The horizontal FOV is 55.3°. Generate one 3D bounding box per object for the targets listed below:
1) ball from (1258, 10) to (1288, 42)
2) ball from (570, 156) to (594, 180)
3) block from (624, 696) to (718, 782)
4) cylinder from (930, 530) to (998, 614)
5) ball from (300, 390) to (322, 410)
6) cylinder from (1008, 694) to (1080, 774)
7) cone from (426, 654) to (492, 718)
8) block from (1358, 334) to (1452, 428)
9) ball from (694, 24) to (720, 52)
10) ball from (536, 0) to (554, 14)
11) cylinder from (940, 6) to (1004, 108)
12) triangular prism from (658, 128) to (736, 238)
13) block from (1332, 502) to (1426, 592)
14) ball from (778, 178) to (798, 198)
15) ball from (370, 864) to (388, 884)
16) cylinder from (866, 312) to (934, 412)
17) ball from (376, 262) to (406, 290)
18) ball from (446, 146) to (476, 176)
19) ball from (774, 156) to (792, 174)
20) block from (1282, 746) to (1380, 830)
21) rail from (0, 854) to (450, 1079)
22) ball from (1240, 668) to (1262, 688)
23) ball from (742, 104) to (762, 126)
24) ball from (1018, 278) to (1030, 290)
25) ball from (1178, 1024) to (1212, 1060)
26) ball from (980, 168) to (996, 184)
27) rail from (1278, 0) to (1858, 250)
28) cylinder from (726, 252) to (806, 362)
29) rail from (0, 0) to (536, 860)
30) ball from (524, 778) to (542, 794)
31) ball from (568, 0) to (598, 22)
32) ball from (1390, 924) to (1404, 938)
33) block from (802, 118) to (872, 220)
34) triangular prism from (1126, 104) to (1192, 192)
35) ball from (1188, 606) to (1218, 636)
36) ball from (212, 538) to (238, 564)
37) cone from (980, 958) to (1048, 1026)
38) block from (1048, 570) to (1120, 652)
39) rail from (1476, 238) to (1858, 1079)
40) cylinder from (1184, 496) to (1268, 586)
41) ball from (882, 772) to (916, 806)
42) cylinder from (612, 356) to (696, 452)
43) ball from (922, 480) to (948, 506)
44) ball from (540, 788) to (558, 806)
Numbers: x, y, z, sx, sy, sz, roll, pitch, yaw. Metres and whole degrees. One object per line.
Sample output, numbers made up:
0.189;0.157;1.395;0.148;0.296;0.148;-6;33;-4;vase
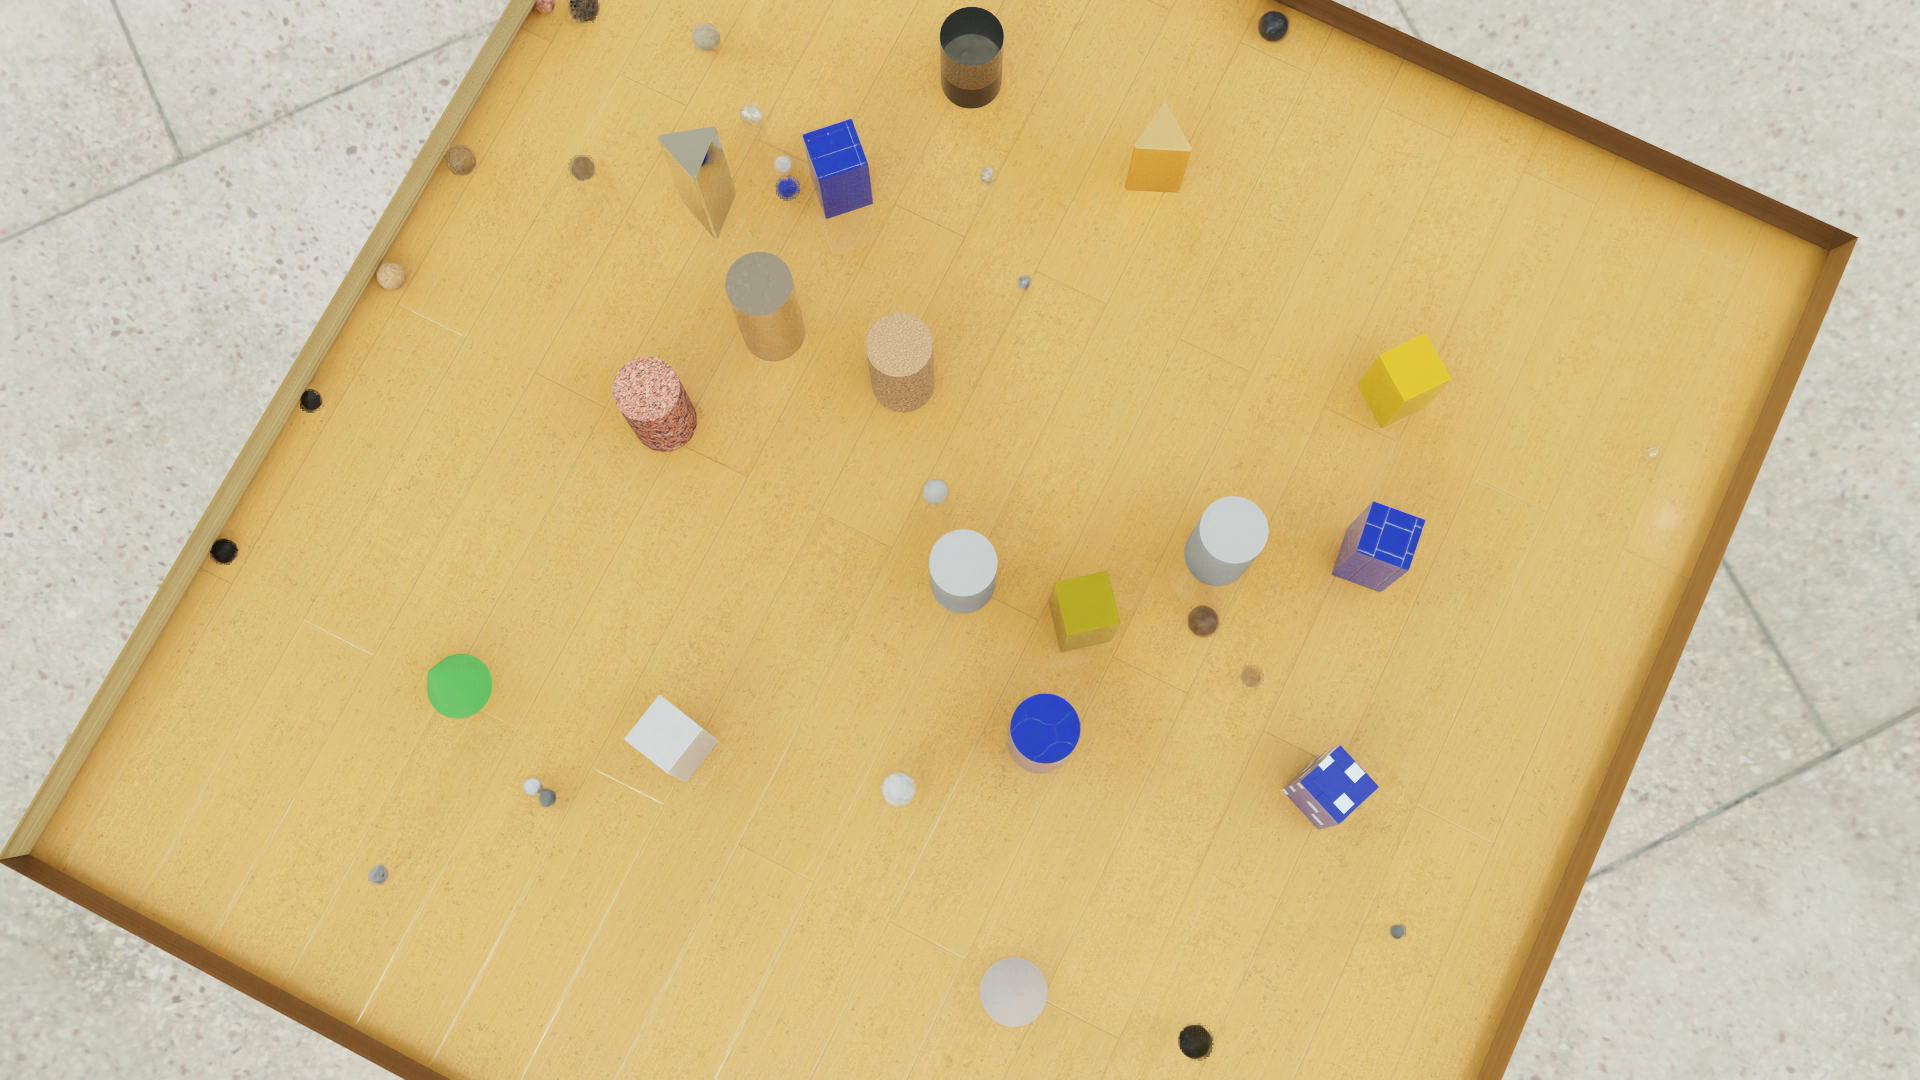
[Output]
1.009;-1.657;5.910;0.098;0.098;0.098;0;78;0;ball
-1.199;-1.180;5.822;0.076;0.076;0.076;0;78;0;ball
-0.832;0.580;5.316;0.158;0.353;0.158;37;81;7;block
0.010;0.097;5.440;0.197;0.307;0.197;0;78;0;cylinder
-2.007;-0.434;5.673;0.065;0.065;0.065;0;78;0;ball
0.240;0.565;5.318;0.197;0.356;0.197;0;78;0;cylinder
-1.509;0.406;5.360;0.197;0.338;0.197;0;78;0;cone
1.345;-0.480;5.561;0.158;0.303;0.158;-26;79;-5;block
-0.816;-1.621;5.908;0.087;0.087;0.087;0;78;0;ball
-1.346;-1.739;5.946;0.060;0.060;0.060;0;78;0;ball
0.036;-1.517;5.776;0.197;0.302;0.197;0;78;0;cylinder
-0.772;-1.114;5.600;0.148;0.485;0.171;-40;81;-8;triangular prism
1.235;0.024;5.428;0.158;0.360;0.158;20;79;4;block
-0.546;-1.116;5.816;0.061;0.061;0.061;0;78;0;ball
-1.707;0.982;5.386;0.054;0.054;0.054;0;78;0;ball
-0.177;-0.531;5.532;0.197;0.382;0.197;0;78;0;cylinder
-1.781;-0.828;5.743;0.088;0.088;0.088;0;78;0;ball
-1.585;-1.203;5.819;0.093;0.093;0.093;0;78;0;ball
-0.565;-1.196;5.837;0.054;0.054;0.054;0;78;0;ball
1.070;0.720;5.312;0.158;0.305;0.158;-41;81;-8;block
-0.928;1.823;5.173;4.132;0.128;0.045;26;80;5;rail
0.874;0.412;5.500;0.062;0.062;0.062;0;78;0;ball
-0.665;-1.359;5.865;0.065;0.065;0.065;0;78;0;ball
0.202;-0.806;5.763;0.040;0.040;0.040;0;78;0;ball
0.675;1.442;5.269;0.097;0.097;0.097;0;78;0;ball
0.087;-1.156;5.830;0.052;0.052;0.052;0;78;0;ball
0.928;-1.810;5.925;4.132;0.128;0.045;26;80;5;rail
-0.584;-0.700;5.536;0.197;0.442;0.197;0;78;0;cylinder
-1.827;-0.888;5.734;0.045;0.128;4.196;26;80;5;rail
-1.267;0.731;5.439;0.051;0.051;0.051;0;78;0;ball
-1.218;-1.720;5.925;0.094;0.094;0.094;0;78;0;ball
1.278;1.144;5.359;0.041;0.041;0.041;0;78;0;ball
-0.378;-1.150;5.696;0.158;0.310;0.158;-19;79;-4;block
0.618;-1.221;5.704;0.171;0.323;0.148;4;78;1;triangular prism
0.731;0.243;5.518;0.094;0.094;0.094;0;78;0;ball
-2.236;0.034;5.571;0.075;0.075;0.075;0;78;0;ball
0.157;1.285;5.186;0.197;0.322;0.197;0;78;0;cone
0.364;0.214;5.398;0.158;0.342;0.158;-12;79;-3;block
1.827;0.901;5.364;0.045;0.128;4.196;26;80;5;rail
0.785;0.008;5.428;0.197;0.366;0.197;0;78;0;cylinder
-0.180;0.735;5.414;0.099;0.099;0.099;0;78;0;ball
-0.915;-0.405;5.519;0.197;0.356;0.197;0;78;0;cylinder
-0.076;-0.145;5.608;0.076;0.076;0.076;0;78;0;ball
-1.221;0.764;5.432;0.052;0.052;0.052;0;78;0;ball
